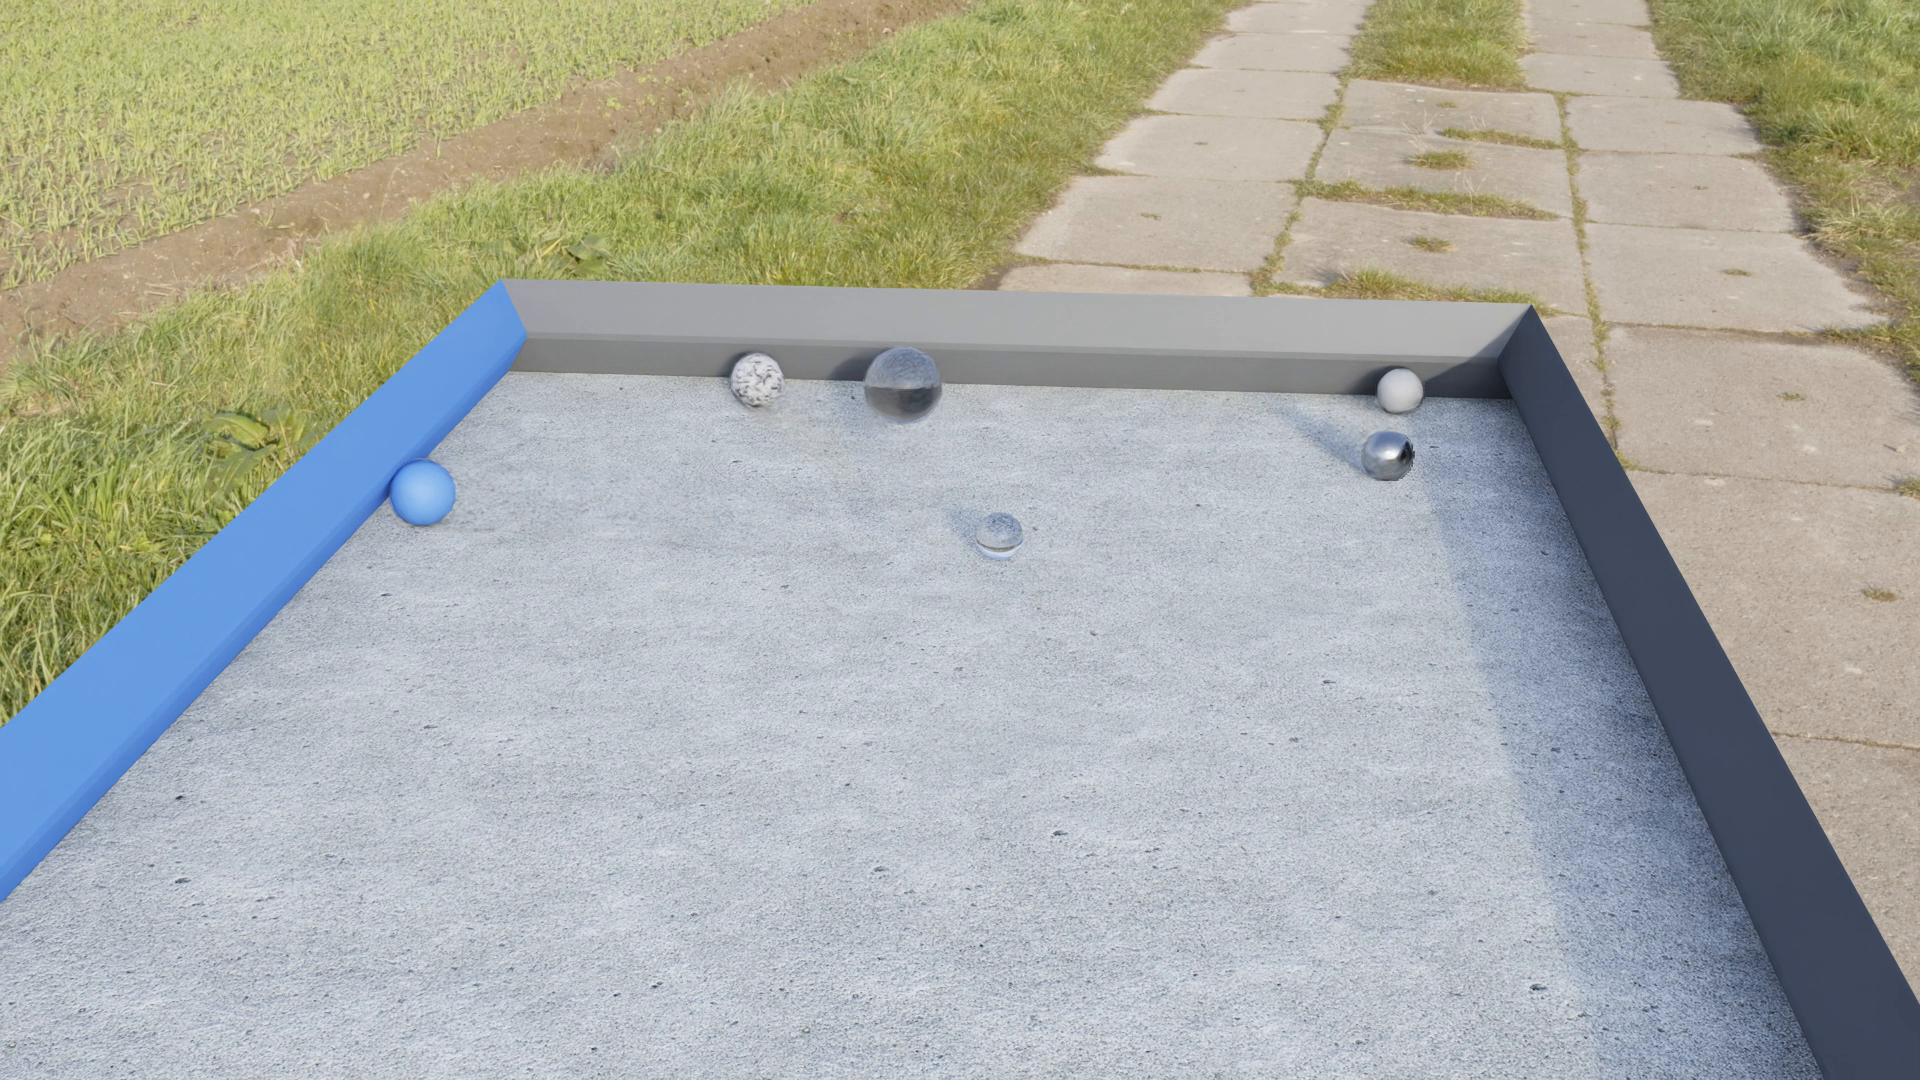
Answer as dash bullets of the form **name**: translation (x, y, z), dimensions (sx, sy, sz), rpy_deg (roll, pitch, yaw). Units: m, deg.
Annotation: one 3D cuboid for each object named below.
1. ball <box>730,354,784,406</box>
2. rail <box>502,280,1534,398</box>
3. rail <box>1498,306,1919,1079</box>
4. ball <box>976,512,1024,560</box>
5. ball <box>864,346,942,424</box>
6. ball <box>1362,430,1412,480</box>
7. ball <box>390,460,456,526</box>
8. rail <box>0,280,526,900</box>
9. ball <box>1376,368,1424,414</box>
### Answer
- **ball**: translation (-0.265, -0.209, 2.877), dimensions (0.069, 0.069, 0.069), rpy_deg (0, 22, 0)
- **rail**: translation (0.059, -0.262, 2.925), dimensions (1.377, 0.129, 0.045), rpy_deg (2, 22, 5)
- **rail**: translation (0.601, 0.237, 1.666), dimensions (0.045, 0.129, 2.646), rpy_deg (2, 22, 5)
- **ball**: translation (0.043, -0.004, 2.381), dimensions (0.052, 0.052, 0.052), rpy_deg (0, 22, 0)
- **ball**: translation (-0.072, -0.196, 2.803), dimensions (0.099, 0.099, 0.099), rpy_deg (0, 22, 0)
- **ball**: translation (0.507, -0.101, 2.614), dimensions (0.060, 0.060, 0.060), rpy_deg (0, 22, 0)
- **ball**: translation (-0.605, -0.053, 2.476), dimensions (0.073, 0.073, 0.073), rpy_deg (0, 22, 0)
- **rail**: translation (-0.723, 0.192, 1.780), dimensions (0.045, 0.129, 2.646), rpy_deg (2, 22, 5)
- **ball**: translation (0.570, -0.193, 2.848), dimensions (0.059, 0.059, 0.059), rpy_deg (0, 22, 0)
